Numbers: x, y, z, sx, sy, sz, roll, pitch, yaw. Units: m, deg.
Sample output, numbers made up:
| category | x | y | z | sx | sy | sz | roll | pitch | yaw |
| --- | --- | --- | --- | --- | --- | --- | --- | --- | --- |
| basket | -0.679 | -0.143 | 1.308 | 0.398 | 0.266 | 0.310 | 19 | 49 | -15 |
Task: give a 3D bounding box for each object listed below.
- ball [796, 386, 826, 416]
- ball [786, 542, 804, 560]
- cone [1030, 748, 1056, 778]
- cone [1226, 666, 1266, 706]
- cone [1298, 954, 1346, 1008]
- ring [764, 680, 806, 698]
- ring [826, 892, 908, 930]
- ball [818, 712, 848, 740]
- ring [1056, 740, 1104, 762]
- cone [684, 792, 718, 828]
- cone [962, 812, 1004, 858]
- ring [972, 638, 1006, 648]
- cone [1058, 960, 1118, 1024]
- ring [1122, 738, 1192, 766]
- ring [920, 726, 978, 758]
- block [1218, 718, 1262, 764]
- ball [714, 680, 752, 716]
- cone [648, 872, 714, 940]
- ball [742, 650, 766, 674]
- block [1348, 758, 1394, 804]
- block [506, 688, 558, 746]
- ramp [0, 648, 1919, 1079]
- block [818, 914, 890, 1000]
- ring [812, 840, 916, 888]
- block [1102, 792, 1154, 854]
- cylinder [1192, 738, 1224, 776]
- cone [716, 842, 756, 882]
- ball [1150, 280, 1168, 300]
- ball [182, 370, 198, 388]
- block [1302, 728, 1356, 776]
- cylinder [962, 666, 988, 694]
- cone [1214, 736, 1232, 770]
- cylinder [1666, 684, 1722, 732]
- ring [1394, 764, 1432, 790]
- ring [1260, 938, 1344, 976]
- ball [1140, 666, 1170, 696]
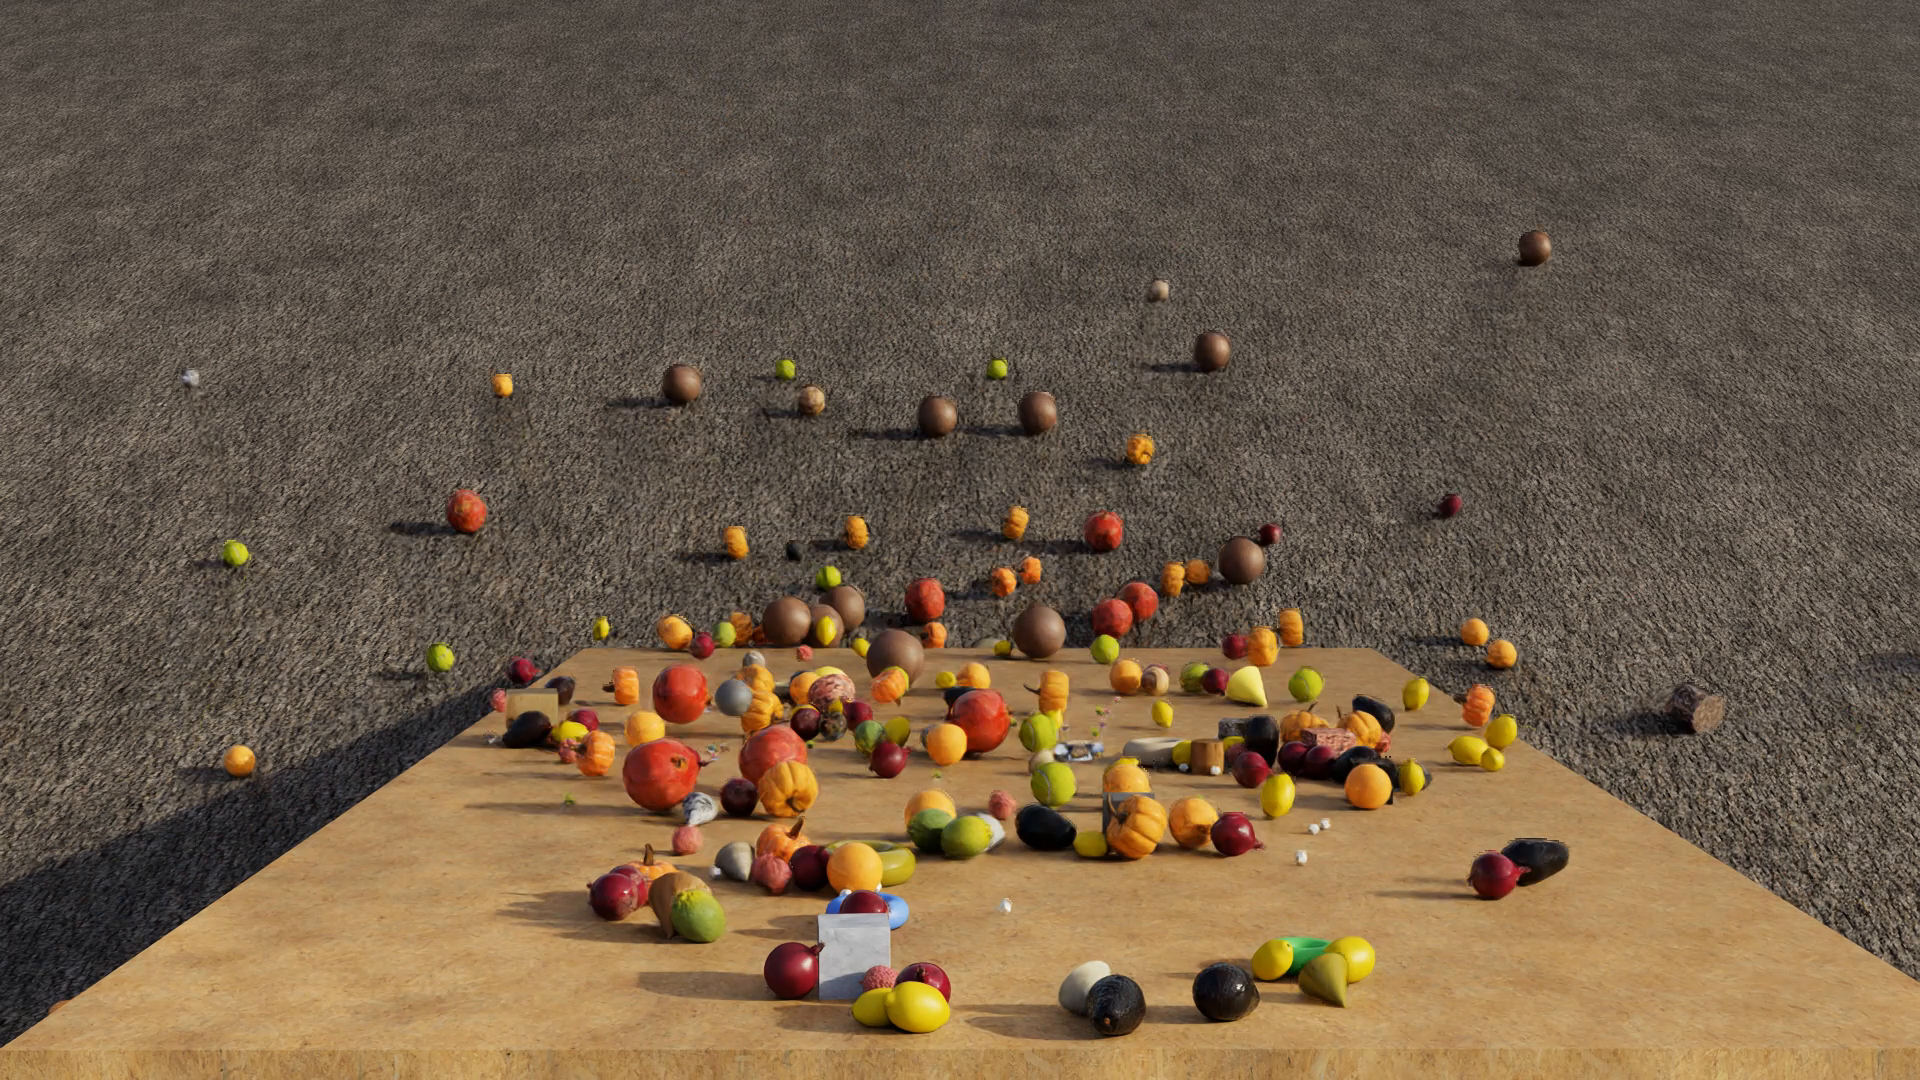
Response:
| category | x | y | z | sx | sy | sz | roll | pitch | yaw |
| --- | --- | --- | --- | --- | --- | --- | --- | --- | --- |
| ball | -0.499 | -0.464 | 8.602 | 0.097 | 0.097 | 0.097 | 0 | 21 | 0 |
| ball | -0.472 | 0.032 | 7.362 | 0.052 | 0.052 | 0.052 | 0 | 21 | 0 |
| cone | 0.151 | 0.388 | 4.339 | 0.051 | 0.051 | 0.051 | -10 | 44 | -25 |
| cone | 0.613 | 0.323 | 5.338 | 0.088 | 0.088 | 0.088 | -12 | 36 | -28 |
| cone | 0.396 | 0.478 | 2.722 | 0.057 | 0.057 | 0.057 | -7 | 32 | -18 |
| ring | -0.373 | 0.320 | 5.481 | 0.090 | 0.030 | 0.090 | -1 | 5 | 0 |
| ring | -0.112 | 0.452 | 3.121 | 0.102 | 0.034 | 0.102 | 0 | 4 | 0 |
| ball | -0.236 | 0.346 | 4.788 | 0.055 | 0.055 | 0.055 | 0 | 21 | 0 |
| ring | 0.212 | 0.372 | 4.549 | 0.088 | 0.029 | 0.088 | -3 | 5 | 0 |
| cone | -0.398 | 0.416 | 3.841 | 0.056 | 0.056 | 0.056 | 6 | 34 | 16 |
| cone | 0.023 | 0.427 | 3.603 | 0.063 | 0.063 | 0.063 | 6 | 32 | 16 |
| ring | 0.073 | 0.302 | 6.567 | 0.106 | 0.106 | 0.035 | -5 | -3 | -13 |
| cone | 0.146 | 0.481 | 2.658 | 0.064 | 0.064 | 0.064 | -12 | 35 | -28 |
| ring | 0.346 | 0.370 | 4.489 | 0.124 | 0.041 | 0.124 | -1 | 2 | 0 |
| ring | -0.019 | 0.361 | 4.599 | 0.104 | 0.035 | 0.104 | 12 | 14 | -3 |
| block | 0.495 | 0.353 | 4.535 | 0.069 | 0.069 | 0.069 | 1 | 3 | 13 |
| ball | -0.410 | 0.286 | 4.653 | 0.068 | 0.068 | 0.068 | 0 | 21 | 0 |
| cone | -0.341 | 0.454 | 3.073 | 0.080 | 0.080 | 0.080 | 1 | 30 | 4 |
| ball | -0.477 | 0.282 | 5.947 | 0.052 | 0.052 | 0.052 | 0 | 21 | 0 |
| block | 0.651 | 0.382 | 4.073 | 0.065 | 0.065 | 0.065 | 0 | 3 | 3 |
| block | -0.795 | 0.328 | 4.771 | 0.094 | 0.094 | 0.094 | -1 | 3 | -10 |
| ramp | 0.048 | 0.439 | 4.532 | 2.000 | 0.100 | 4.000 | 0 | 3 | 0 |
| block | -0.115 | 0.450 | 2.782 | 0.076 | 0.076 | 0.076 | 0 | 3 | -4 |
| ring | -0.128 | 0.430 | 3.410 | 0.140 | 0.047 | 0.140 | 1 | 4 | 0 |
| block | 0.239 | 0.402 | 3.648 | 0.074 | 0.074 | 0.074 | 0 | 3 | 4 |
| cylinder | 0.422 | 0.369 | 4.375 | 0.055 | 0.055 | 0.055 | 0 | 3 | 0 |
| cone | -0.291 | 0.440 | 3.414 | 0.056 | 0.056 | 0.056 | -7 | 32 | -18 |
| ball | 0.771 | -0.967 | 9.954 | 0.077 | 0.077 | 0.077 | 0 | 21 | 0 |
| ball | -2.668 | -0.558 | 8.902 | 0.059 | 0.059 | 0.059 | 0 | 21 | 0 |
| block | 0.628 | 0.361 | 4.381 | 0.071 | 0.071 | 0.071 | -1 | 3 | -13 |
| cylinder | 0.034 | 0.304 | 5.536 | 0.055 | 0.055 | 0.055 | 0 | 3 | 0 |
| cone | 0.443 | 0.365 | 4.445 | 0.056 | 0.056 | 0.056 | 0 | 3 | 0 |
| cylinder | 1.801 | 0.412 | 6.302 | 0.093 | 0.093 | 0.093 | -10 | 23 | -24 |
| ring | 0.722 | 0.390 | 4.209 | 0.103 | 0.034 | 0.103 | 1 | 2 | 0 |
| ring | 0.383 | 0.467 | 2.879 | 0.094 | 0.031 | 0.094 | 1 | 2 | 0 |
| ball | 0.416 | 0.302 | 5.487 | 0.063 | 0.063 | 0.063 | 0 | 21 | 0 |
